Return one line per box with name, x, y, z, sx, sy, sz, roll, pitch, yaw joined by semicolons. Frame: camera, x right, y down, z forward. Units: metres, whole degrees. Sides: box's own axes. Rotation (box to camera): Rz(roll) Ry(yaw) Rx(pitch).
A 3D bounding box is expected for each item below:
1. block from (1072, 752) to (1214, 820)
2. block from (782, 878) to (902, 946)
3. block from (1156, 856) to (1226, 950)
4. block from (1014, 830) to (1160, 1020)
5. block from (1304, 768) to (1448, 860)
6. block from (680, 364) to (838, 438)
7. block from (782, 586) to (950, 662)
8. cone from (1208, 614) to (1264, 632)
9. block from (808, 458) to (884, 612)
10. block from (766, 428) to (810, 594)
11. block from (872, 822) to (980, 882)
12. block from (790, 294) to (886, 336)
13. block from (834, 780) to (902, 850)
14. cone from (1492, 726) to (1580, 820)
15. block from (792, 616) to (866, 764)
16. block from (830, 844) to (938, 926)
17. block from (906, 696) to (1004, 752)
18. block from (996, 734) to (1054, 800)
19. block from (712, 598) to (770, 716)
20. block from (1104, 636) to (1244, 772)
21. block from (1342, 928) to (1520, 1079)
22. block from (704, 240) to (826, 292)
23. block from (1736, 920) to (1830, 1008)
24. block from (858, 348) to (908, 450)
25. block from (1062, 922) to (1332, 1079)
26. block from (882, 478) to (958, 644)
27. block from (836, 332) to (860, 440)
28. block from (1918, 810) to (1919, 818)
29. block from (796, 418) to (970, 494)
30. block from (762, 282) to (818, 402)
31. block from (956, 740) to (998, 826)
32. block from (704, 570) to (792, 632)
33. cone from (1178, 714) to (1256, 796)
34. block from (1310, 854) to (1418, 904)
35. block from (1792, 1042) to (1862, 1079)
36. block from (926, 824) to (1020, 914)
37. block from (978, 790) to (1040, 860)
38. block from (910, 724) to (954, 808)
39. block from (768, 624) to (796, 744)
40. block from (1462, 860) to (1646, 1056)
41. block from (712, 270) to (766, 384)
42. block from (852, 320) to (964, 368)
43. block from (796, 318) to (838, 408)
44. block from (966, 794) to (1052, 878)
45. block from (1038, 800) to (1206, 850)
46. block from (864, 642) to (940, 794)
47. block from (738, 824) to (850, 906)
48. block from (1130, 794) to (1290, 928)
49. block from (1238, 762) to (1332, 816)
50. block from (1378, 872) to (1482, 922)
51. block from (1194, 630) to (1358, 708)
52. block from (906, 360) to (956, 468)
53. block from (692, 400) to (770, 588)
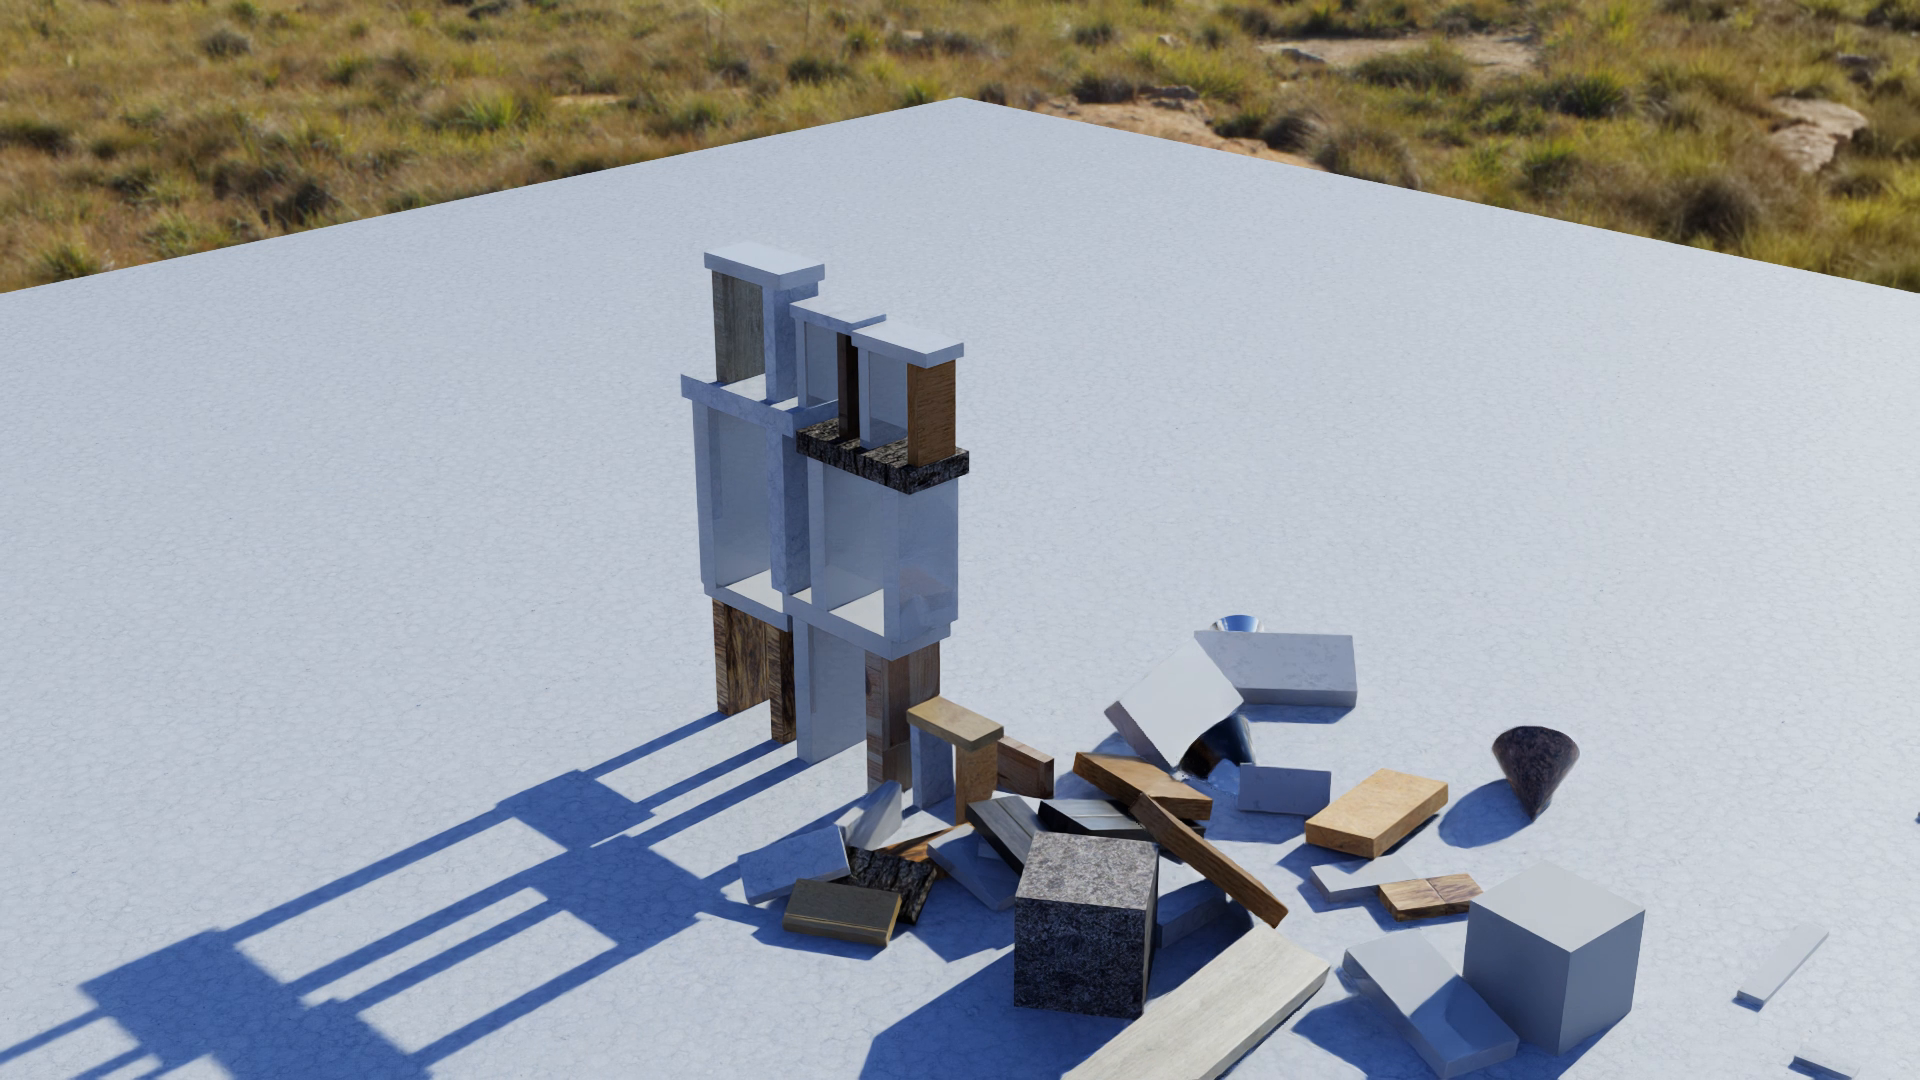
block;0.365;0.495;4.429;0.149;0.042;0.299;7;8;-27
block;-0.218;0.687;4.058;0.200;0.028;0.100;6;48;14
block;0.308;0.648;4.169;0.179;0.051;0.357;-20;30;-40
block;0.225;0.677;3.879;0.224;0.224;0.224;4;23;10
block;0.834;0.543;4.391;0.152;0.043;0.304;10;22;39
block;-0.394;-0.299;4.533;0.354;0.050;0.177;21;31;40
block;-0.193;0.150;4.503;0.165;0.047;0.329;-21;31;-41
cone;0.642;0.265;5.059;0.133;0.133;0.133;-1;50;-3
block;-0.230;-0.034;4.462;0.046;0.324;0.162;21;31;40
block;-0.311;-0.081;4.535;0.177;0.354;0.050;-21;31;-41
block;-0.037;0.612;4.278;0.333;0.032;0.113;-13;26;-28
block;-0.240;-0.440;4.301;0.091;0.026;0.183;-21;31;-40
block;-0.179;0.559;4.314;0.028;0.100;0.200;12;26;28
cone;1.169;0.502;4.479;0.175;0.175;0.175;5;50;13
block;-0.271;0.293;4.648;0.165;0.329;0.047;-21;31;-41
block;-0.169;0.644;4.137;0.226;0.032;0.113;10;54;22
block;-0.010;0.367;4.391;0.184;0.026;0.092;22;31;40
block;0.110;0.464;4.536;0.029;0.101;0.203;-21;31;-40
block;-0.475;0.238;4.848;0.039;0.275;0.138;21;31;41
block;0.462;0.356;4.717;0.179;0.051;0.357;51;38;5
block;0.805;0.793;3.779;0.149;0.042;0.299;-11;34;-23
block;-0.394;-0.551;4.417;0.118;0.033;0.236;-21;31;-40
block;1.481;0.760;3.953;0.048;0.014;0.296;19;29;37
block;-0.149;-0.285;4.265;0.029;0.202;0.101;21;31;40
block;0.389;0.827;3.673;0.149;0.042;0.676;28;31;28
block;-0.077;0.026;4.321;0.046;0.324;0.162;21;31;41
block;-0.196;-0.312;4.308;0.091;0.217;0.026;-21;31;-40
block;1.987;0.551;4.445;0.096;0.014;0.048;-14;27;-29
block;-0.154;-0.173;4.319;0.324;0.046;0.162;21;31;41
block;-0.337;-0.405;4.418;0.033;0.236;0.118;21;31;41
block;0.033;0.481;4.393;0.026;0.184;0.092;21;31;41
block;-0.410;0.118;4.727;0.275;0.039;0.138;21;31;41
cone;0.575;0.485;4.515;0.179;0.179;0.179;-17;55;-35
block;0.772;0.647;4.203;0.183;0.026;0.091;-6;24;-14
block;1.451;0.875;3.680;0.096;0.014;0.048;18;29;35
block;0.041;0.625;4.196;0.101;0.029;0.203;-22;43;-37
block;0.099;0.557;4.266;0.101;0.029;0.203;10;24;5
block;-0.056;0.445;4.475;0.092;0.184;0.026;-21;29;-41
block;-0.345;0.288;4.728;0.039;0.275;0.138;21;31;41
block;1.022;0.719;3.801;0.208;0.208;0.208;-18;29;-36
block;-0.449;-0.449;4.520;0.118;0.236;0.033;-21;31;-41
block;-0.100;-0.373;4.177;0.202;0.029;0.101;21;31;40
block;-0.283;-0.361;4.382;0.091;0.183;0.026;-21;31;-41
block;0.114;0.563;4.182;0.113;0.032;0.226;-6;27;-28
block;0.314;0.553;4.276;0.304;0.043;0.152;5;13;-38
block;-0.116;0.354;4.505;0.047;0.329;0.165;21;31;41
block;-0.314;0.615;4.159;0.200;0.028;0.100;-18;48;0
block;0.458;0.590;4.041;0.304;0.043;0.152;38;1;-22
block;0.656;0.505;4.450;0.183;0.091;0.026;4;2;8
block;0.890;0.673;4.142;0.183;0.026;0.091;-5;24;-12
block;0.706;0.289;4.945;0.357;0.051;0.179;2;42;4
block;-0.054;-0.248;4.178;0.029;0.202;0.101;21;31;40
block;-0.478;-0.117;4.700;0.050;0.415;0.177;21;31;41
